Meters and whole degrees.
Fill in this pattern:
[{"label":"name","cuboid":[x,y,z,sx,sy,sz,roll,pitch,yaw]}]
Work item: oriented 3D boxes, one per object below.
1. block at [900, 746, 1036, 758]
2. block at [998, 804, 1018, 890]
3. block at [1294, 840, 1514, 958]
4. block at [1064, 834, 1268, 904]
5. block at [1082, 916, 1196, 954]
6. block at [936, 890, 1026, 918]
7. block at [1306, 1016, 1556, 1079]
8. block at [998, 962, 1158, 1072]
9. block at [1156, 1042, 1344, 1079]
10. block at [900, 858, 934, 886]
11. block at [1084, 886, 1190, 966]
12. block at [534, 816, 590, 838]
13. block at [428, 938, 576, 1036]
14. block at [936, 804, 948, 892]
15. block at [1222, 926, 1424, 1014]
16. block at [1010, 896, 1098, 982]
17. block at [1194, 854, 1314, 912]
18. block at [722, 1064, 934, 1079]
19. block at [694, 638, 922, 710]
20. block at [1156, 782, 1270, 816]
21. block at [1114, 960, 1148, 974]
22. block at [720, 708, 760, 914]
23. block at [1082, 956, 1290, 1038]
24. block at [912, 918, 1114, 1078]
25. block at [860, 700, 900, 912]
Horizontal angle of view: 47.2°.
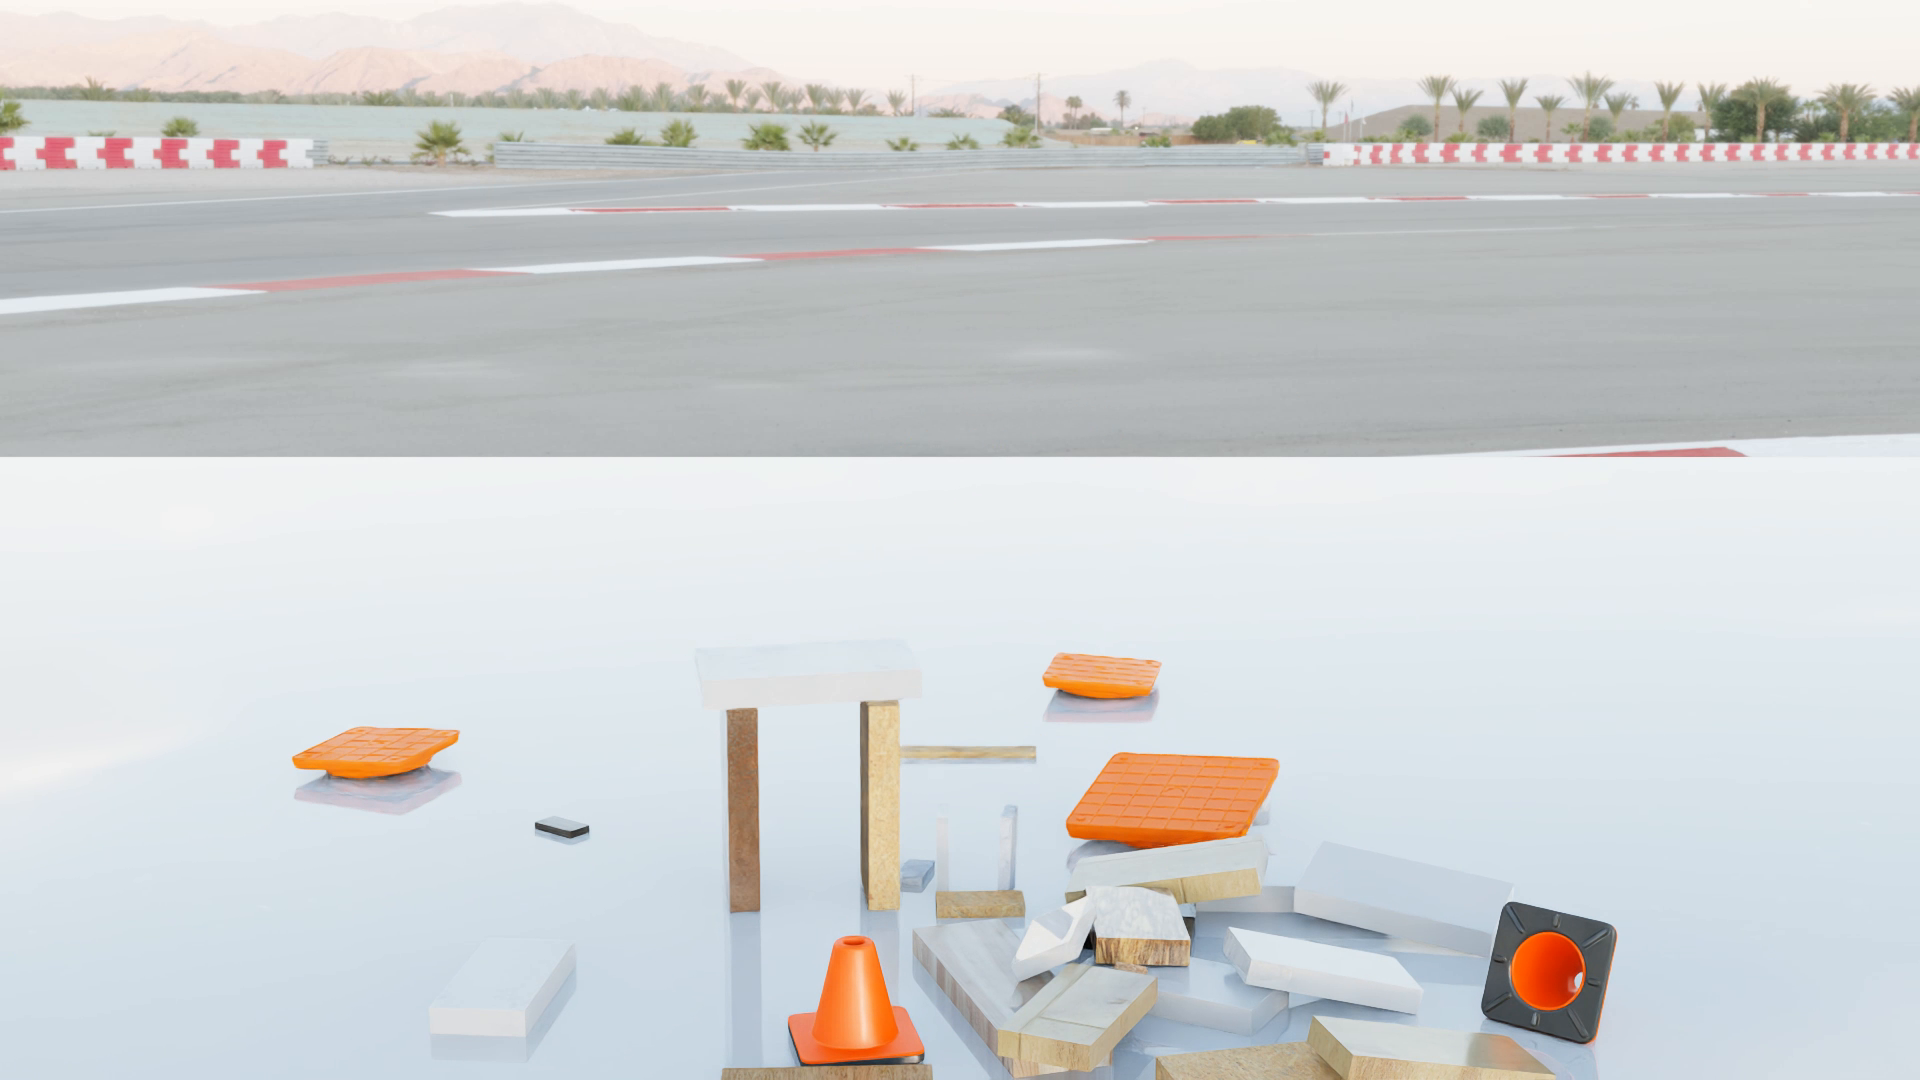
[{"label":"block","cuboid":[-0.005,0.432,4.484,0.321,0.013,0.047,0,11,1]},{"label":"block","cuboid":[0.079,0.520,3.655,0.020,0.143,0.072,3,11,9]},{"label":"block","cuboid":[0.706,0.569,3.500,0.313,0.044,0.157,10,26,23]},{"label":"block","cuboid":[0.338,0.547,3.586,0.313,0.044,0.157,-10,10,14]},{"label":"block","cuboid":[0.268,0.616,3.453,0.194,0.028,0.097,2,11,10]},{"label":"block","cuboid":[0.033,0.594,3.590,0.143,0.020,0.072,0,11,-3]},{"label":"block","cuboid":[0.621,0.684,2.902,0.294,0.037,0.131,9,8,-16]},{"label":"block","cuboid":[0.165,0.651,3.016,0.131,0.037,0.263,5,11,24]},{"label":"block","cuboid":[0.416,0.713,2.893,0.286,0.041,0.143,-3,11,-13]},{"label":"block","cuboid":[-0.077,0.567,3.755,0.047,0.013,0.094,2,11,13]},{"label":"block","cuboid":[0.268,0.588,3.367,0.138,0.039,0.275,2,7,-1]},{"label":"block","cuboid":[-0.724,0.522,3.999,0.094,0.013,0.047,8,13,37]},{"label":"block","cuboid":[-0.667,0.653,3.225,0.138,0.039,0.275,1,11,5]},{"label":"block","cuboid":[-0.029,0.519,3.659,0.020,0.143,0.072,0,11,0]},{"label":"block","cuboid":[0.527,0.627,3.205,0.263,0.037,0.131,12,9,-10]},{"label":"block","cuboid":[0.141,0.590,3.261,0.097,0.028,0.194,-25,4,15]},{"label":"block","cuboid":[0.544,0.570,3.654,0.313,0.044,0.157,0,11,2]},{"label":"block","cuboid":[-0.171,0.725,2.834,0.275,0.039,0.138,0,11,-3]},{"label":"block","cuboid":[-0.250,0.217,3.588,0.351,0.050,0.175,-3,14,-10]},{"label":"block","cuboid":[0.476,0.488,4.142,0.194,0.028,0.097,-2,11,-11]},{"label":"block","cuboid":[0.232,0.651,3.159,0.045,0.013,0.091,6,51,29]},{"label":"block","cuboid":[-0.363,0.415,3.622,0.050,0.351,0.175,-2,14,-10]},{"label":"block","cuboid":[0.320,0.654,3.214,0.286,0.041,0.143,6,12,29]},{"label":"block","cuboid":[0.067,0.657,3.196,0.143,0.041,0.480,-3,11,-17]},{"label":"block","cuboid":[-0.133,0.414,3.628,0.050,0.351,0.175,-1,14,-7]}]
